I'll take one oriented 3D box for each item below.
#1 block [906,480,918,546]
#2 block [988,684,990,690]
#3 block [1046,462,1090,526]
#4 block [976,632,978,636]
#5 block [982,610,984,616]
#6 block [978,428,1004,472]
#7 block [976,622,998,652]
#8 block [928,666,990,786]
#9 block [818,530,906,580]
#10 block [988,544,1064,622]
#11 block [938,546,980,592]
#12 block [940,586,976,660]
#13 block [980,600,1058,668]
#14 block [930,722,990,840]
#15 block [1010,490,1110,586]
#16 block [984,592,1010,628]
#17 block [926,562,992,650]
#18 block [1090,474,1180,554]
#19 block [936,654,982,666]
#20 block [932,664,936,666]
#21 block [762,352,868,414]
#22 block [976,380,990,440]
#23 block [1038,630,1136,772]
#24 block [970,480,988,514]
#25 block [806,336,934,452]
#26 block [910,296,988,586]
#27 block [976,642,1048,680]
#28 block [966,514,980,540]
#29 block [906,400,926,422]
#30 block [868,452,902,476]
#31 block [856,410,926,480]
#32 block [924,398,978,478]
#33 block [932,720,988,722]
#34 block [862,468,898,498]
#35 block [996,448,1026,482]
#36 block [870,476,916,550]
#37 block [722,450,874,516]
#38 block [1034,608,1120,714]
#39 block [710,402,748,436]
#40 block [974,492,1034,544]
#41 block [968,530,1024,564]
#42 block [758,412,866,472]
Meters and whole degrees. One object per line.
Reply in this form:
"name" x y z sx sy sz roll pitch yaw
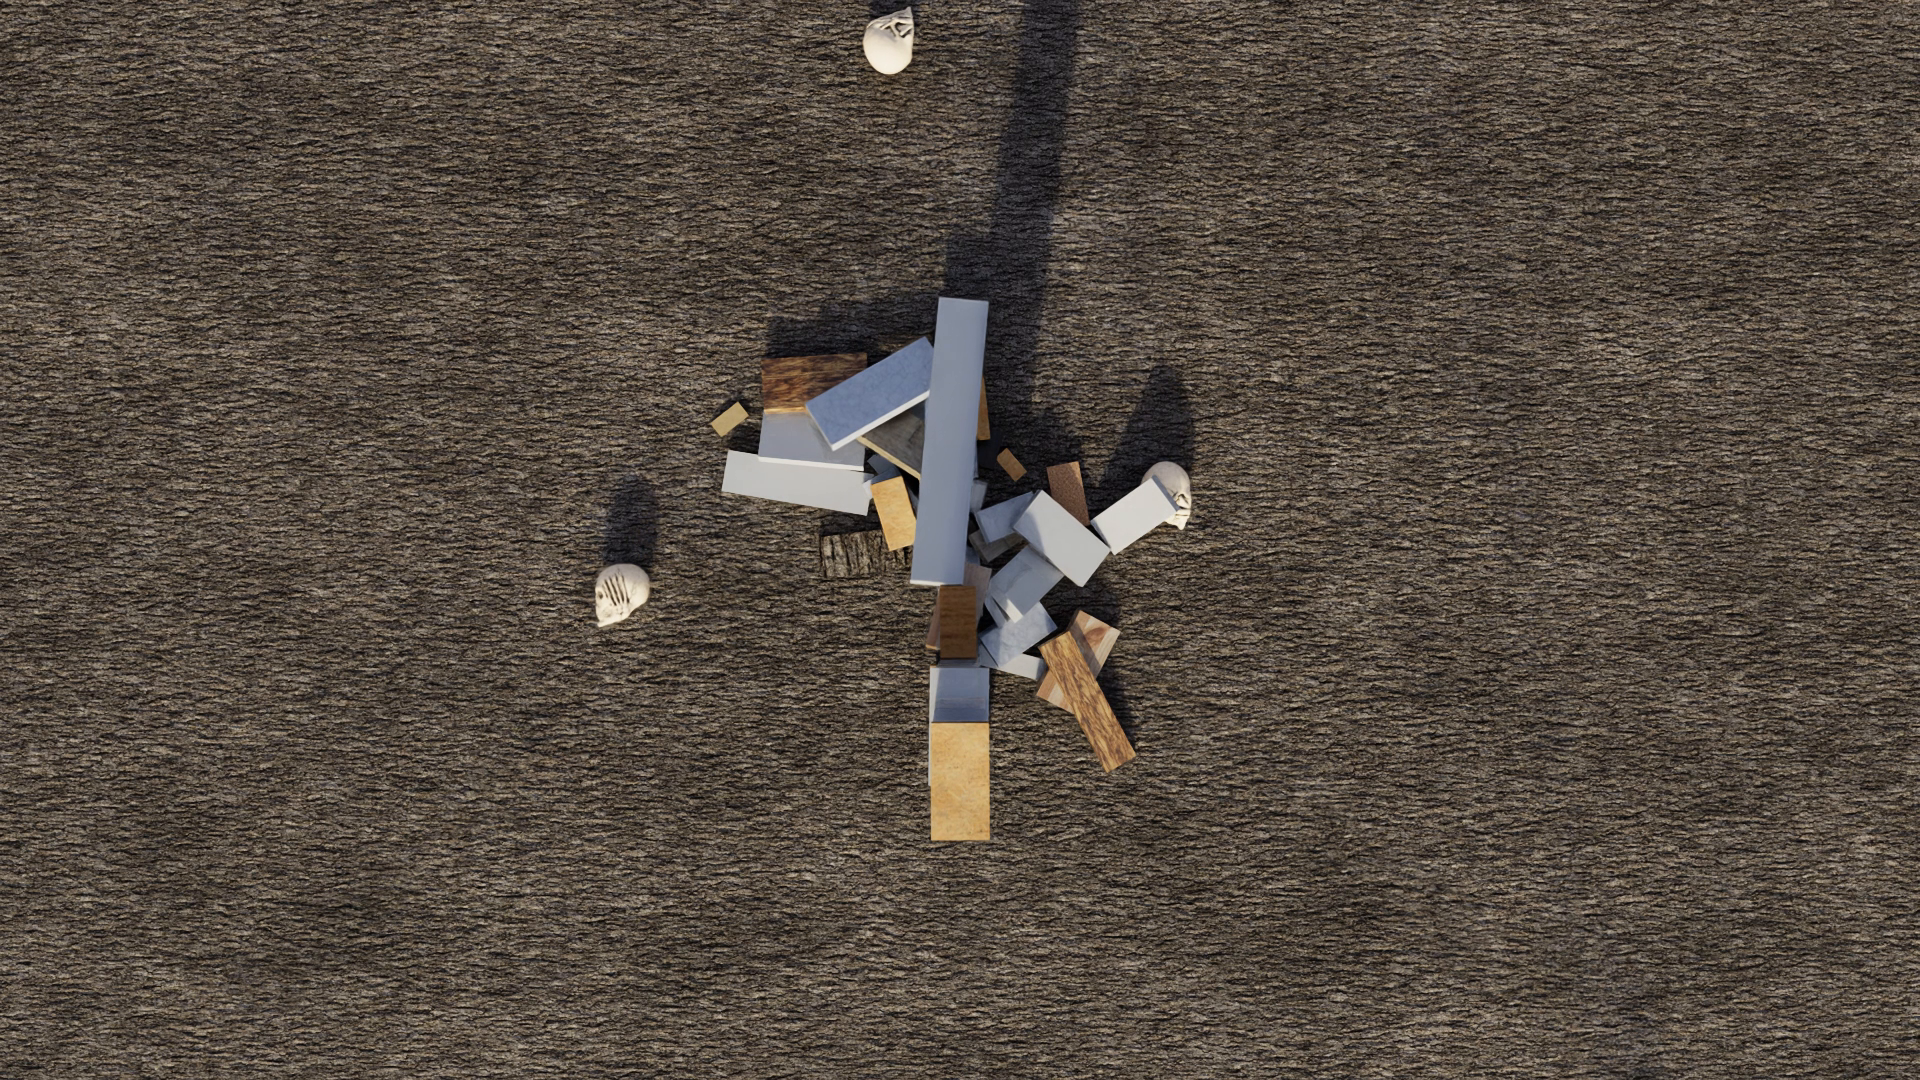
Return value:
"block" -0.160 -0.083 5.456 0.104 0.029 0.208 -35 90 17
"block" -0.001 0.436 4.970 0.170 0.340 0.048 9 90 0
"block" 0.359 -0.146 5.485 0.108 0.030 0.215 -11 90 0
"block" 0.001 0.344 5.454 0.072 0.021 0.145 22 118 -4
"block" 0.001 0.209 5.355 0.144 0.287 0.041 0 95 0
"block" 0.097 -0.302 5.478 0.067 0.019 0.134 15 80 1
"block" 0.089 0.336 5.490 0.143 0.020 0.072 -35 90 0
"block" -0.003 0.539 4.776 0.170 0.048 0.340 1 90 0
"block" -0.326 0.042 5.480 0.277 0.039 0.139 -8 90 0
"block" 0.213 0.128 5.365 0.157 0.314 0.044 49 130 0
"block" -0.004 0.107 5.362 0.144 0.287 0.041 -4 116 0
"block" -0.006 0.258 5.136 0.113 0.032 0.226 -1 74 0
"block" 0.193 0.310 5.458 0.236 0.033 0.118 -34 87 -11
"block" 0.000 0.644 4.418 0.156 0.044 0.311 0 90 0
"block" 0.330 -0.006 5.428 0.314 0.044 0.157 40 82 -14
"block" 0.128 0.206 5.381 0.033 0.236 0.118 -31 90 13
"block" -0.003 0.213 5.186 0.144 0.041 0.287 13 75 4
"block" 0.572 -0.082 5.409 0.277 0.039 0.139 -37 90 32
"block" -0.003 0.404 5.343 0.118 0.236 0.033 -1 96 8
"block" -0.021 0.424 5.446 0.143 0.072 0.020 0 90 15
"block" -0.476 -0.518 5.449 0.347 0.049 0.174 -4 77 -3
"block" 0.038 -0.428 5.448 0.103 0.029 0.207 -5 68 0
"block" 0.419 0.532 5.437 0.113 0.032 0.483 -30 100 -8
"block" -0.024 -0.163 5.446 0.208 0.029 0.104 15 113 3
"block" -0.264 -0.480 5.386 0.455 0.049 0.174 -30 74 -9
"block" -0.031 -0.322 5.290 0.163 0.046 0.960 5 74 1
"block" 0.205 0.413 5.477 0.305 0.020 0.072 15 91 -4
"block" -0.029 -0.093 5.443 0.104 0.029 0.208 -26 106 18
"block" -0.121 -0.432 5.485 0.104 0.029 0.207 27 90 0
"block" -0.249 -0.238 5.492 0.059 0.017 0.117 -41 90 0
"block" -0.175 -0.324 5.413 0.327 0.046 0.163 33 68 5
"block" -0.028 -0.355 5.377 0.163 0.046 0.327 -3 67 3
"block" 0.000 0.541 4.596 0.156 0.311 0.044 0 90 0
"block" -0.260 -0.188 5.460 0.117 0.017 0.059 -29 99 -12
"block" 0.170 -0.250 5.493 0.052 0.015 0.104 -40 90 0
"block" -0.209 -0.088 5.427 0.113 0.032 0.226 -16 95 9
"block" -0.538 -0.190 5.480 0.488 0.039 0.139 10 90 0
"block" 0.386 0.404 5.459 0.157 0.044 0.314 28 89 -12
"block" -0.766 -0.401 5.492 0.117 0.017 0.059 -38 90 0
"block" 0.163 -0.074 5.430 0.215 0.030 0.108 -21 85 -24
"block" 0.140 -0.021 5.442 0.215 0.030 0.108 -33 90 -24
"block" -0.483 -0.334 5.454 0.347 0.049 0.174 5 75 0
